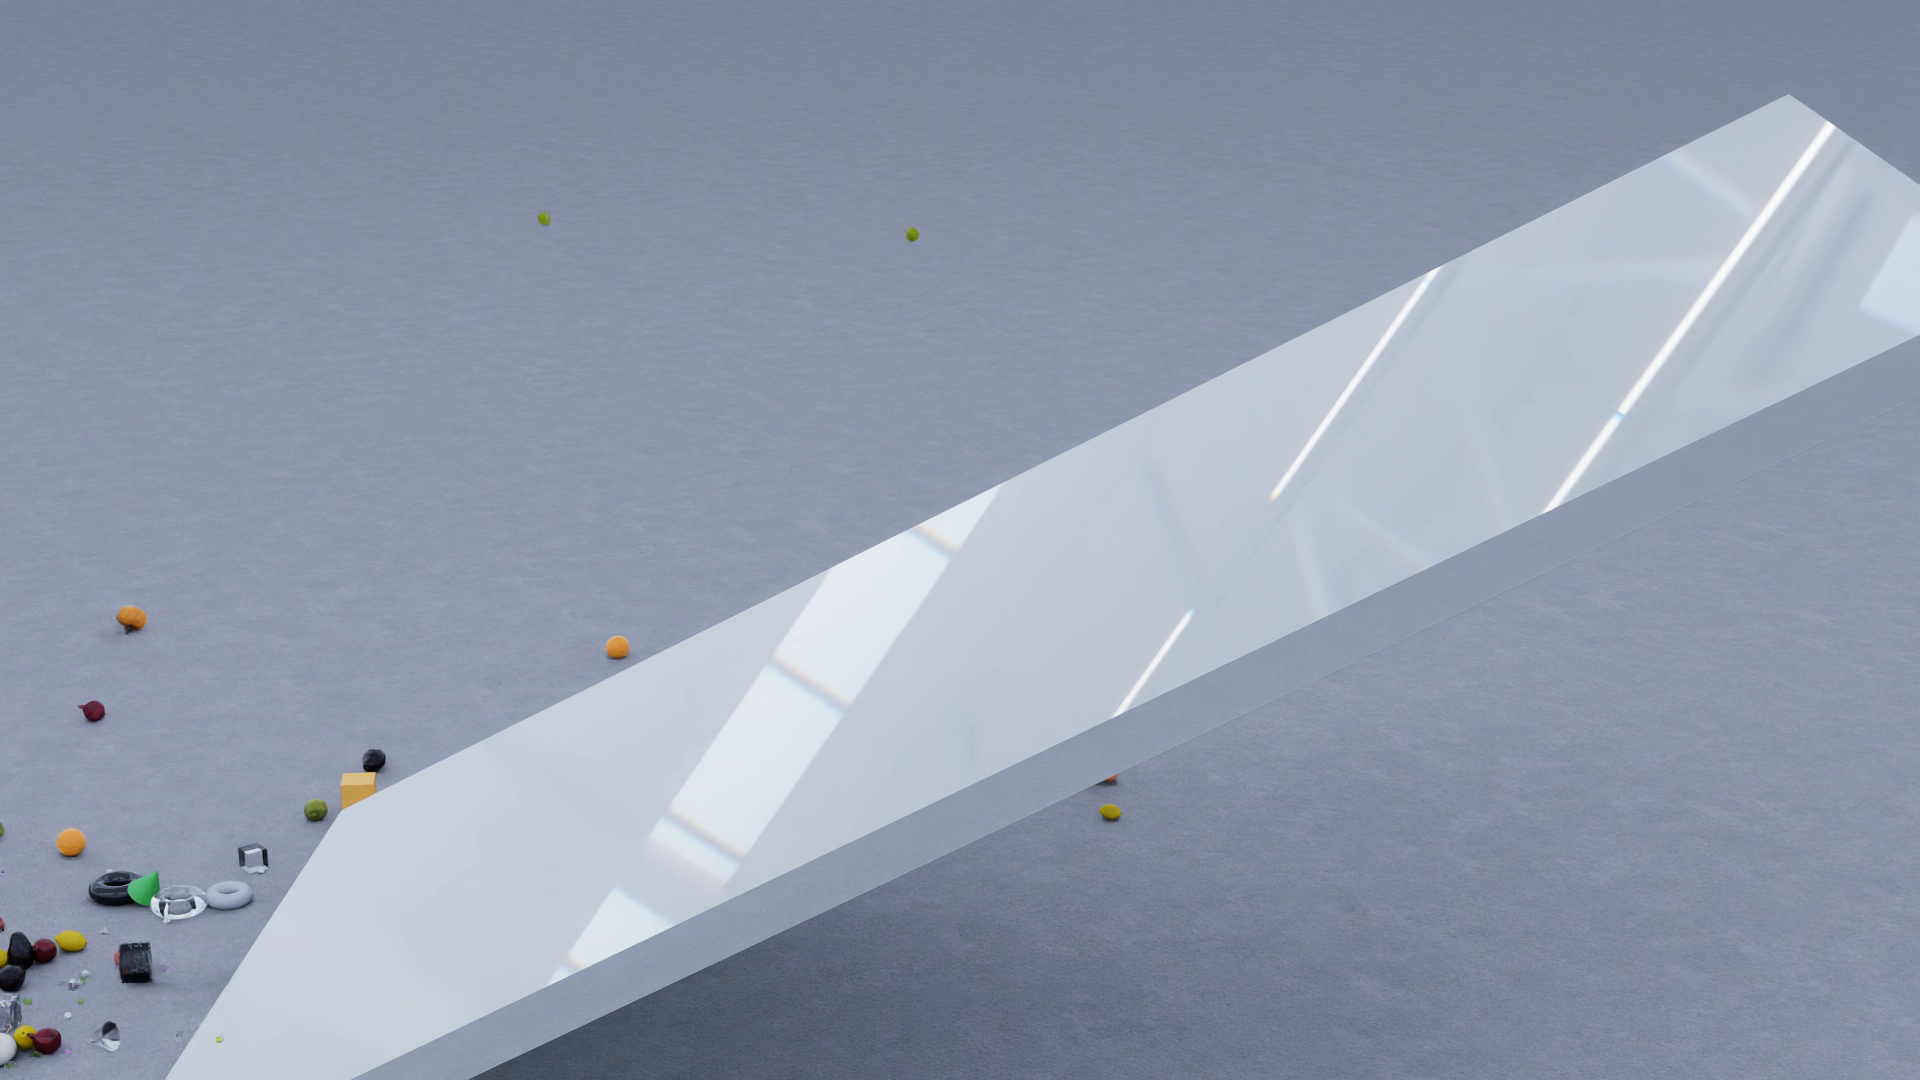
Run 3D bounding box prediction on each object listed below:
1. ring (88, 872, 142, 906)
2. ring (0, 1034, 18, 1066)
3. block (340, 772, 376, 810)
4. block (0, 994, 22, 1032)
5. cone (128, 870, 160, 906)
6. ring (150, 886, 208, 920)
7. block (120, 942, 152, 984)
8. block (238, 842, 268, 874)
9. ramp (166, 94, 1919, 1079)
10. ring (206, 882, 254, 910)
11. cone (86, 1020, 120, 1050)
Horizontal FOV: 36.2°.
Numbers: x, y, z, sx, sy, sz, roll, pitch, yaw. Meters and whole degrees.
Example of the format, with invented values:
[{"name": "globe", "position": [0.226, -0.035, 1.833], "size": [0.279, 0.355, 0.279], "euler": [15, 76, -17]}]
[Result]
[{"name": "ring", "position": [-2.083, 0.861, 7.278], "size": [0.143, 0.048, 0.143], "euler": [1, 17, 0]}, {"name": "ring", "position": [-2.134, 1.121, 6.450], "size": [0.128, 0.043, 0.128], "euler": [-1, 18, 0]}, {"name": "block", "position": [-1.597, 0.674, 7.816], "size": [0.085, 0.085, 0.085], "euler": [-2, 17, -7]}, {"name": "block", "position": [-2.152, 1.061, 6.603], "size": [0.065, 0.065, 0.065], "euler": [0, 17, 2]}, {"name": "cone", "position": [-1.988, 0.839, 7.228], "size": [0.085, 0.085, 0.085], "euler": [27, 30, -17]}, {"name": "ring", "position": [-1.912, 0.887, 7.201], "size": [0.137, 0.046, 0.137], "euler": [1, 18, 0]}, {"name": "block", "position": [-1.911, 0.981, 6.819], "size": [0.066, 0.066, 0.066], "euler": [-3, 49, -11]}, {"name": "block", "position": [-1.789, 0.805, 7.448], "size": [0.053, 0.053, 0.053], "euler": [-14, 22, -37]}, {"name": "ramp", "position": [0.141, 0.167, 6.281], "size": [4.000, 0.100, 2.000], "euler": [-26, 14, 11]}, {"name": "ring", "position": [-1.801, 0.875, 7.248], "size": [0.116, 0.039, 0.116], "euler": [1, 18, 0]}, {"name": "cone", "position": [-1.906, 1.103, 6.505], "size": [0.067, 0.067, 0.067], "euler": [-16, 12, 19]}]
